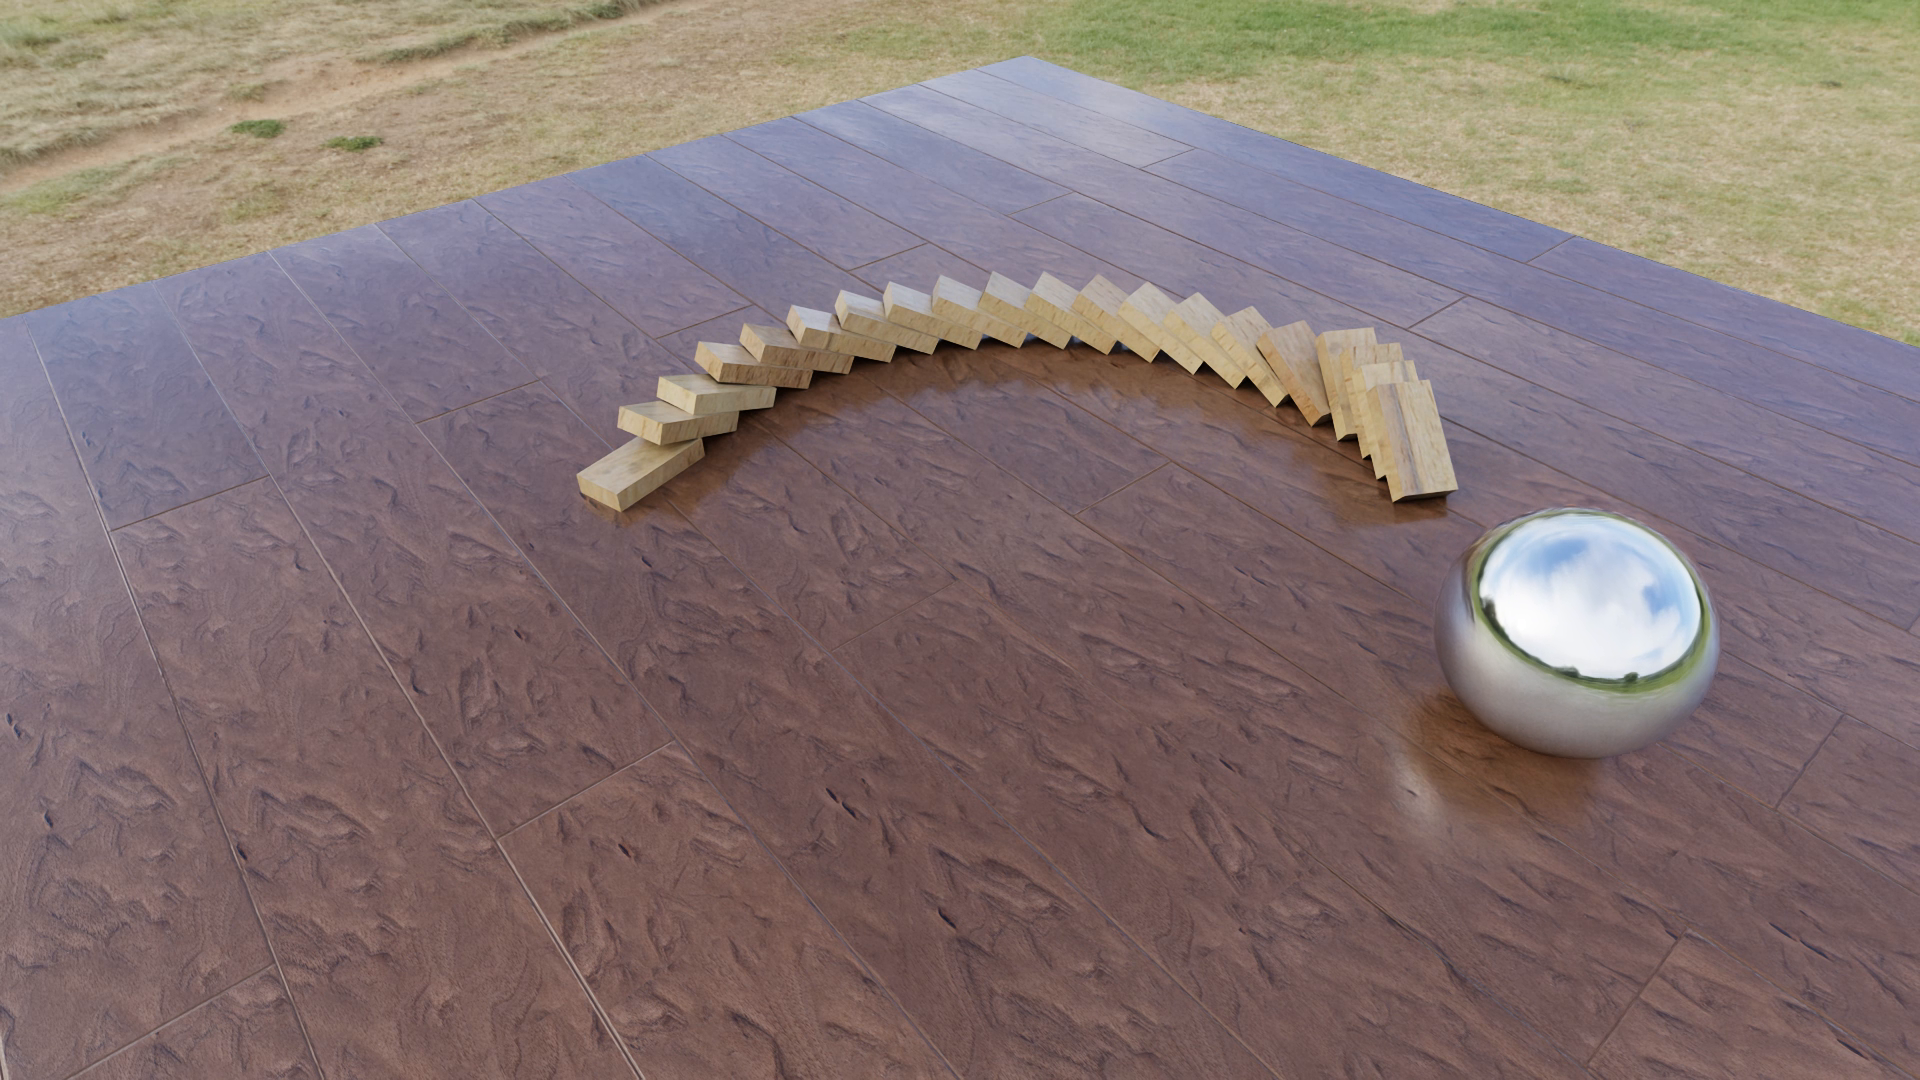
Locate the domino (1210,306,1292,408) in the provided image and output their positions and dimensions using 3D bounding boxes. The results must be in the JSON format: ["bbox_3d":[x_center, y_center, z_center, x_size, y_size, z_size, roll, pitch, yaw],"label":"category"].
[{"bbox_3d":[0.149,-0.090,0.538,0.025,0.010,0.050,-26,70,-28],"label":"domino"}]

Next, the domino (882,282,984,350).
[{"bbox_3d":[-0.014,-0.116,0.570,0.050,0.010,0.025,15,35,-20],"label":"domino"}]

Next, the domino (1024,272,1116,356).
[{"bbox_3d":[0.060,-0.118,0.572,0.050,0.009,0.025,30,42,-3],"label":"domino"}]

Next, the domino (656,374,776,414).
[{"bbox_3d":[-0.113,-0.069,0.513,0.025,0.009,0.050,27,24,29],"label":"domino"}]

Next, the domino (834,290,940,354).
[{"bbox_3d":[-0.038,-0.112,0.564,0.050,0.009,0.025,12,34,-25],"label":"domino"}]

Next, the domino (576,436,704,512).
[{"bbox_3d":[-0.140,-0.033,0.484,0.025,0.010,0.050,23,45,26],"label":"domino"}]

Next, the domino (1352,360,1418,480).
[{"bbox_3d":[0.192,-0.053,0.486,0.025,0.010,0.050,-7,77,-8],"label":"domino"}]

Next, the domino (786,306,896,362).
[{"bbox_3d":[-0.060,-0.104,0.555,0.050,0.009,0.025,6,33,-32],"label":"domino"}]

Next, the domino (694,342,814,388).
[{"bbox_3d":[-0.099,-0.084,0.531,0.050,0.009,0.025,-2,32,-43],"label":"domino"}]

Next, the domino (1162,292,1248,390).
[{"bbox_3d":[0.128,-0.100,0.550,0.050,0.010,0.025,46,54,12],"label":"domino"}]

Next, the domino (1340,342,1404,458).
[{"bbox_3d":[0.191,-0.063,0.498,0.025,0.009,0.050,-6,77,-8],"label":"domino"}]

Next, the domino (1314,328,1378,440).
[{"bbox_3d":[0.183,-0.072,0.509,0.025,0.010,0.050,-7,77,-8],"label":"domino"}]

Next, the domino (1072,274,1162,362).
[{"bbox_3d":[0.085,-0.115,0.568,0.050,0.010,0.025,36,47,4],"label":"domino"}]

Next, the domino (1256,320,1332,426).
[{"bbox_3d":[0.166,-0.080,0.524,0.025,0.010,0.050,-19,69,-22],"label":"domino"}]

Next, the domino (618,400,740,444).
[{"bbox_3d":[-0.126,-0.054,0.495,0.025,0.009,0.050,22,22,23],"label":"domino"}]

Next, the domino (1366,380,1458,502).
[{"bbox_3d":[0.194,-0.043,0.474,0.025,0.009,0.050,-7,77,-8],"label":"domino"}]

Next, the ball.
[{"bbox_3d":[0.195,0.029,0.352,0.080,0.080,0.080,0,39,0],"label":"ball"}]

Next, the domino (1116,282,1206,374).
[{"bbox_3d":[0.107,-0.108,0.560,0.050,0.009,0.025,41,50,8],"label":"domino"}]

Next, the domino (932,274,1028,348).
[{"bbox_3d":[0.010,-0.119,0.574,0.050,0.010,0.025,20,37,-14],"label":"domino"}]

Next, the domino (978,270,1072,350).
[{"bbox_3d":[0.036,-0.120,0.575,0.050,0.010,0.025,25,39,-7],"label":"domino"}]

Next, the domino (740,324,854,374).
[{"bbox_3d":[-0.080,-0.094,0.543,0.050,0.010,0.025,1,32,-39],"label":"domino"}]
